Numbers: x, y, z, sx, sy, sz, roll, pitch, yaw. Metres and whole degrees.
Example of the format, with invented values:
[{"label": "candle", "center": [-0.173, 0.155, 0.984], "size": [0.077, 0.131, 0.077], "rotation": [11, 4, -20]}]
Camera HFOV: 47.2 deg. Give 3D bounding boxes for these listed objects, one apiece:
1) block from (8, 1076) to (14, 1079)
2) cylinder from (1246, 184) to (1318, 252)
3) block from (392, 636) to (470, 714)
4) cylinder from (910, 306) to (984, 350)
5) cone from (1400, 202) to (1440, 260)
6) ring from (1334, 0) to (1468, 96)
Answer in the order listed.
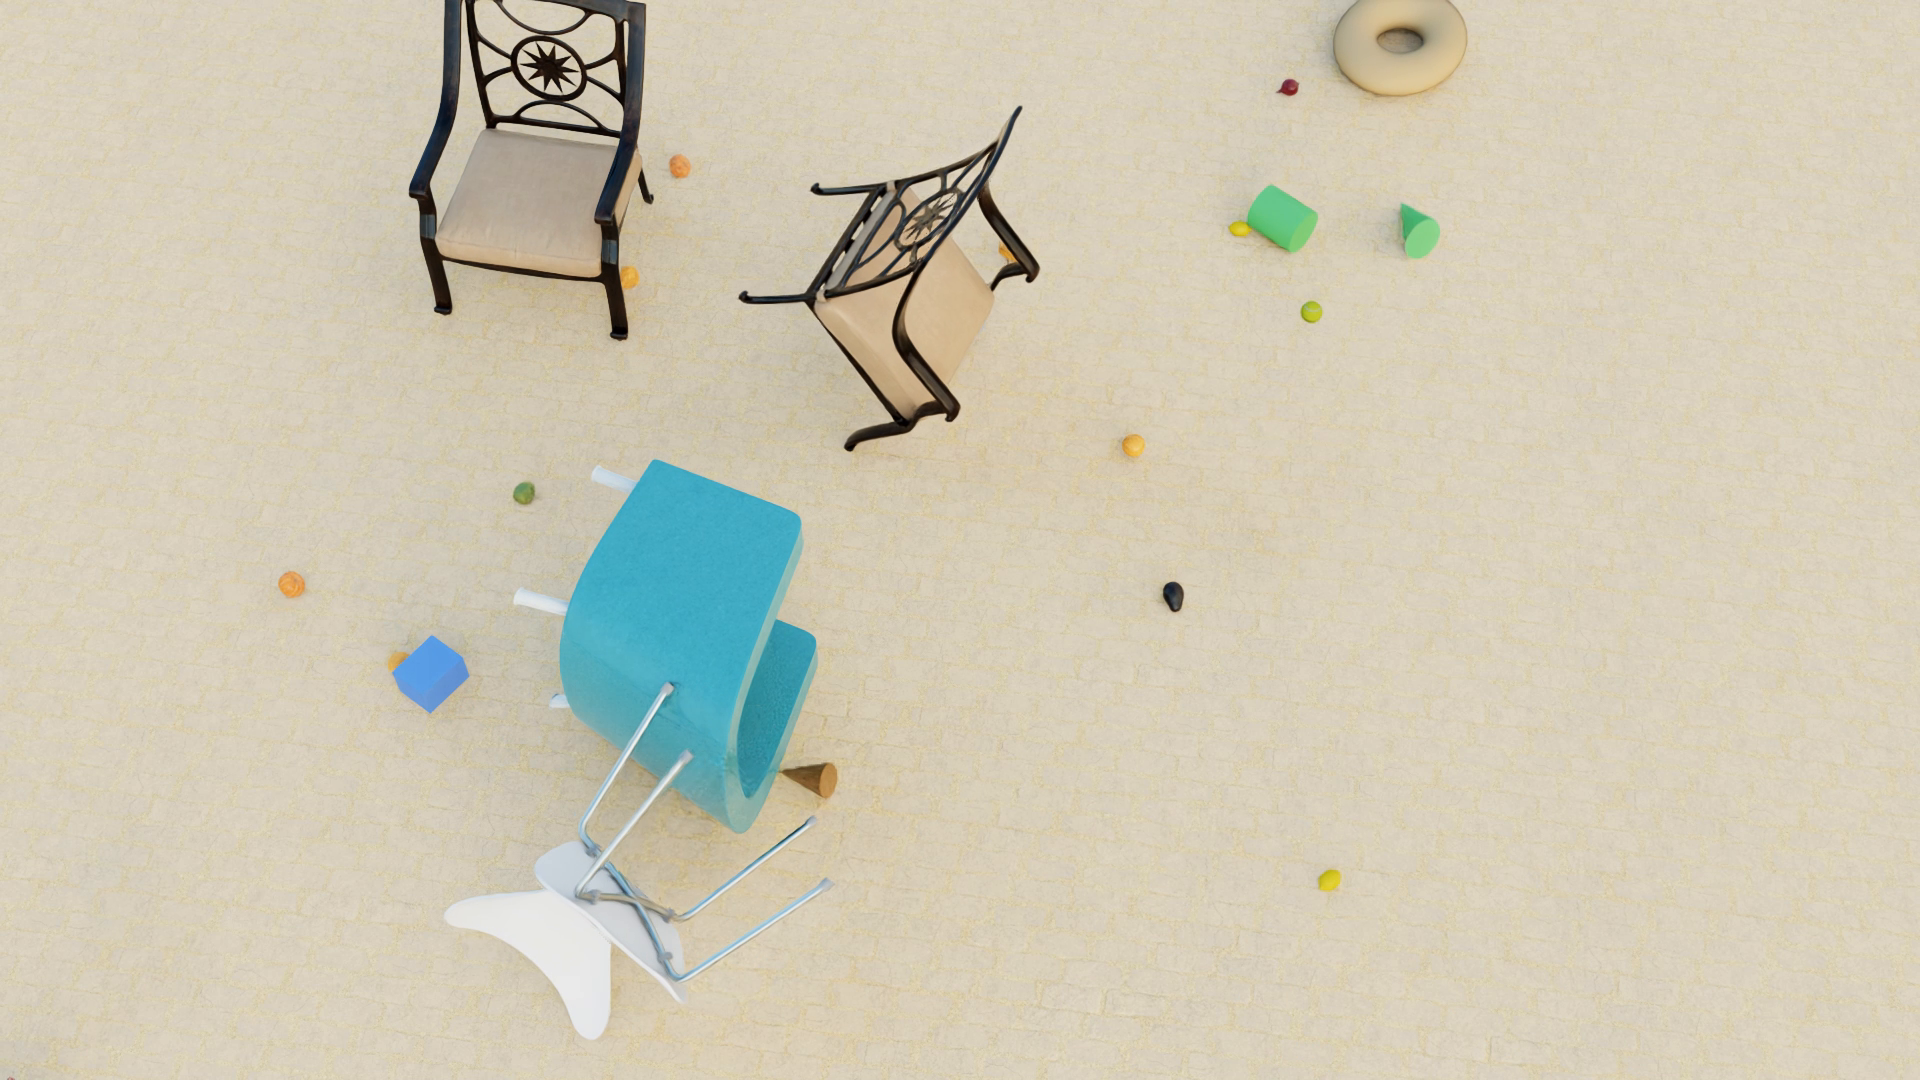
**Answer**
[{"label": "block", "center": [-2.385, 1.477, 5.506], "size": [0.099, 0.127, 0.209], "rotation": [21, 59, 14]}, {"label": "cylinder", "center": [1.053, -1.050, 7.185], "size": [0.175, 0.155, 0.150], "rotation": [38, 56, 22]}, {"label": "block", "center": [-1.504, 0.382, 6.255], "size": [0.123, 0.105, 0.157], "rotation": [33, 62, 20]}, {"label": "cylinder", "center": [-0.040, -0.670, 6.929], "size": [0.219, 0.109, 0.085], "rotation": [-17, 70, -27]}, {"label": "cone", "center": [1.485, -1.051, 7.237], "size": [0.106, 0.151, 0.241], "rotation": [8, 36, -17]}, {"label": "ring", "center": [1.535, -1.741, 7.665], "size": [0.443, 0.129, 0.514], "rotation": [36, 64, 20]}]
